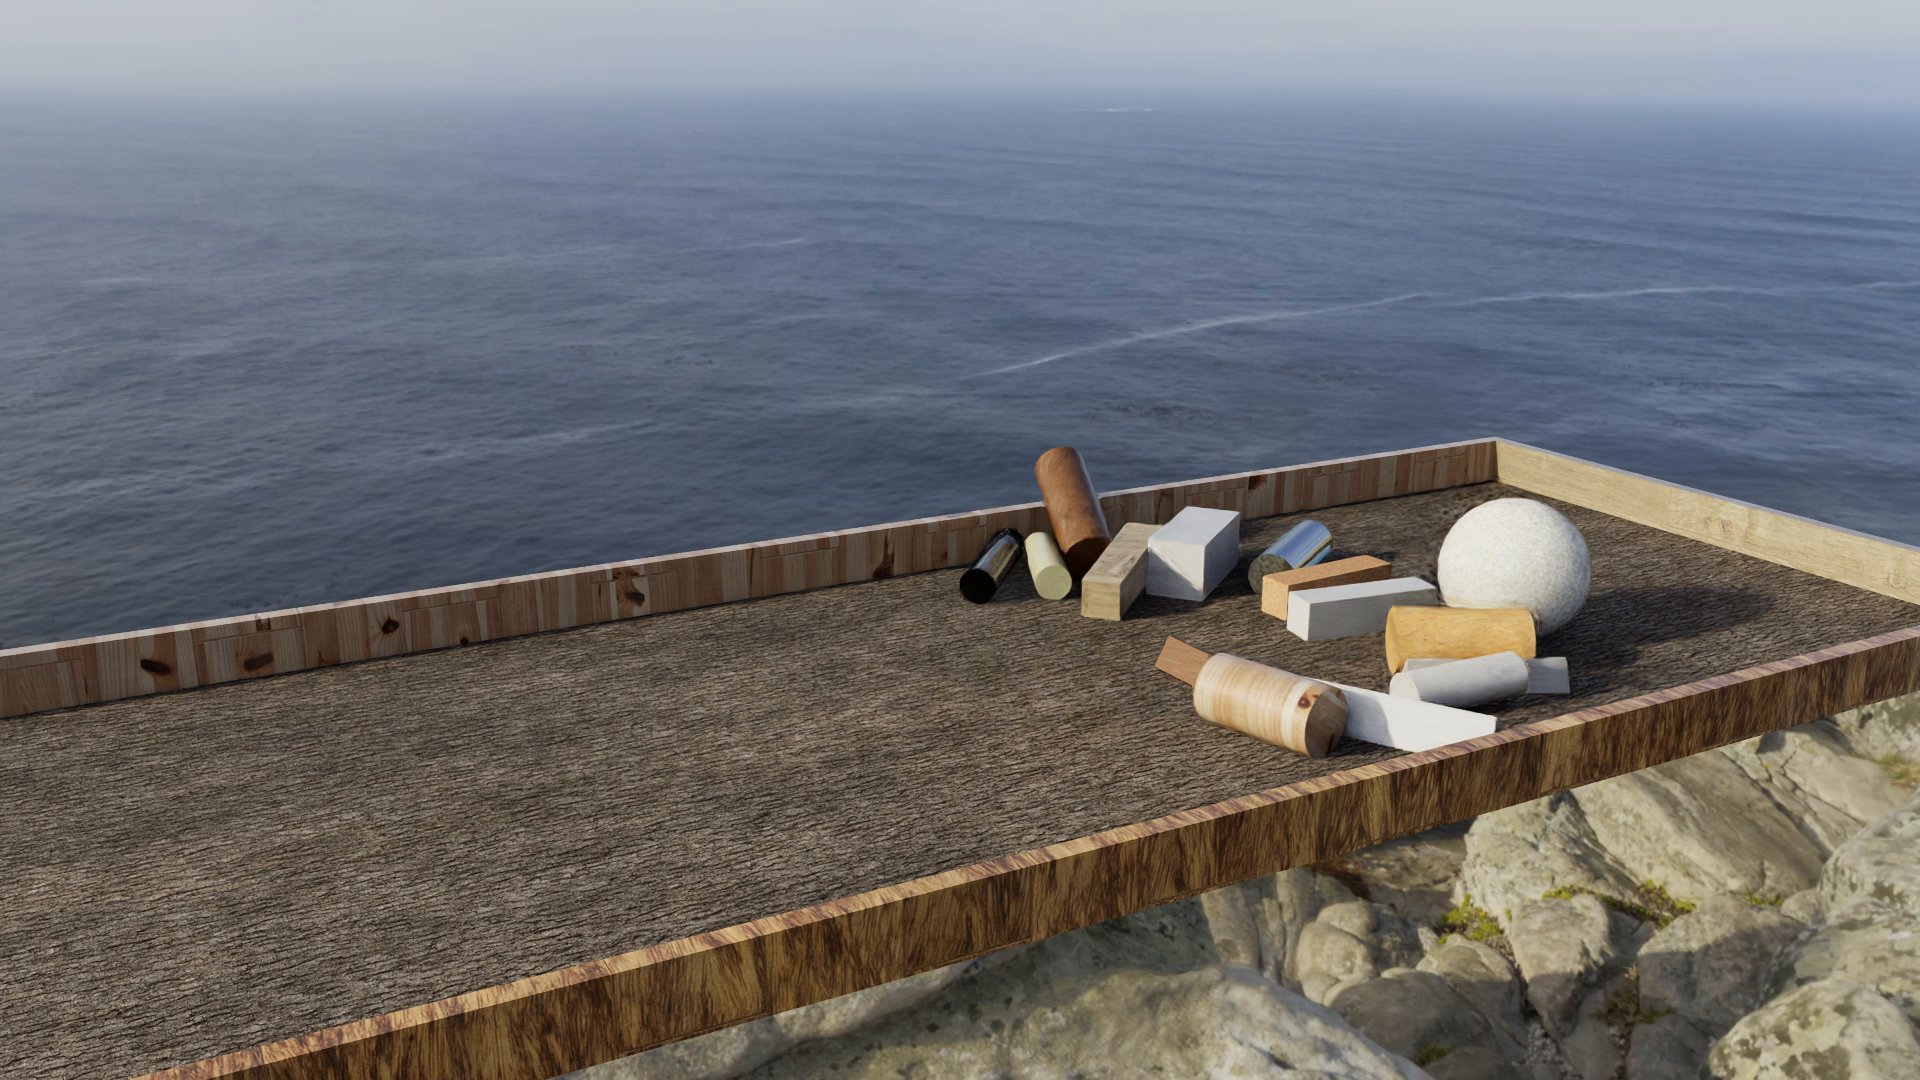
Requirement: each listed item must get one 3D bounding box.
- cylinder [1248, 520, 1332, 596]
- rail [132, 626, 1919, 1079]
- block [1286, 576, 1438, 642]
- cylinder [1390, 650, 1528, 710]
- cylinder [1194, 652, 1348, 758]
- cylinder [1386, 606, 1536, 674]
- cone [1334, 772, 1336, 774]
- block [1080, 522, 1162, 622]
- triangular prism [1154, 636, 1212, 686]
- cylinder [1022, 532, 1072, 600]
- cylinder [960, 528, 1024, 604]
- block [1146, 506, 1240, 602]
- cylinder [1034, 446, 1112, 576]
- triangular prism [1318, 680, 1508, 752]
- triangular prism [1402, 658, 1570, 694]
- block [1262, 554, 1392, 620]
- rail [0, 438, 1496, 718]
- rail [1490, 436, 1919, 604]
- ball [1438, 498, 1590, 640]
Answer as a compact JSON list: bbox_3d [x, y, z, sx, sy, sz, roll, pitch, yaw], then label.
[{"bbox_3d":[0.988,0.057,4.915,0.139,0.139,0.401,8,18,26],"label":"cylinder"},{"bbox_3d":[-2.336,1.006,1.665,12.000,0.150,0.050,-9,18,-27],"label":"rail"},{"bbox_3d":[1.104,0.187,4.528,0.403,0.107,0.107,-6,17,-19],"label":"block"},{"bbox_3d":[1.196,0.348,3.951,0.318,0.114,0.114,-8,18,-21],"label":"cylinder"},{"bbox_3d":[0.710,0.376,3.782,0.166,0.166,0.307,-15,22,-42],"label":"cylinder"},{"bbox_3d":[1.264,0.257,4.177,0.331,0.172,0.172,1,16,3],"label":"cylinder"},{"bbox_3d":[0.921,0.525,3.471,0.346,0.111,0.111,-1,14,-38],"label":"cone"},{"bbox_3d":[0.473,0.086,4.767,0.112,0.112,0.440,7,25,21],"label":"block"},{"bbox_3d":[0.636,0.329,4.088,0.091,0.079,0.383,-10,19,-29],"label":"triangular prism"},{"bbox_3d":[0.258,0.075,4.911,0.107,0.107,0.347,-1,16,-4],"label":"cylinder"},{"bbox_3d":[0.100,0.074,4.917,0.106,0.106,0.430,4,17,13],"label":"cylinder"},{"bbox_3d":[0.701,0.036,4.934,0.168,0.168,0.399,7,18,23],"label":"block"},{"bbox_3d":[0.352,-0.092,5.076,0.161,0.161,0.418,-3,44,-11],"label":"cylinder"},{"bbox_3d":[0.993,0.391,3.747,0.454,0.107,0.123,10,49,32],"label":"triangular prism"},{"bbox_3d":[1.300,0.330,4.084,0.398,0.078,0.091,0,16,-2],"label":"triangular prism"},{"bbox_3d":[1.050,0.134,4.713,0.395,0.104,0.104,-10,19,-30],"label":"block"},{"bbox_3d":[-3.305,0.497,3.399,12.000,0.150,0.050,-9,18,-27],"label":"rail"},{"bbox_3d":[2.466,-0.048,5.253,0.050,0.150,2.100,-9,18,-27],"label":"rail"},{"bbox_3d":[1.474,0.080,4.398,0.386,0.386,0.386,0,16,0],"label":"ball"}]
